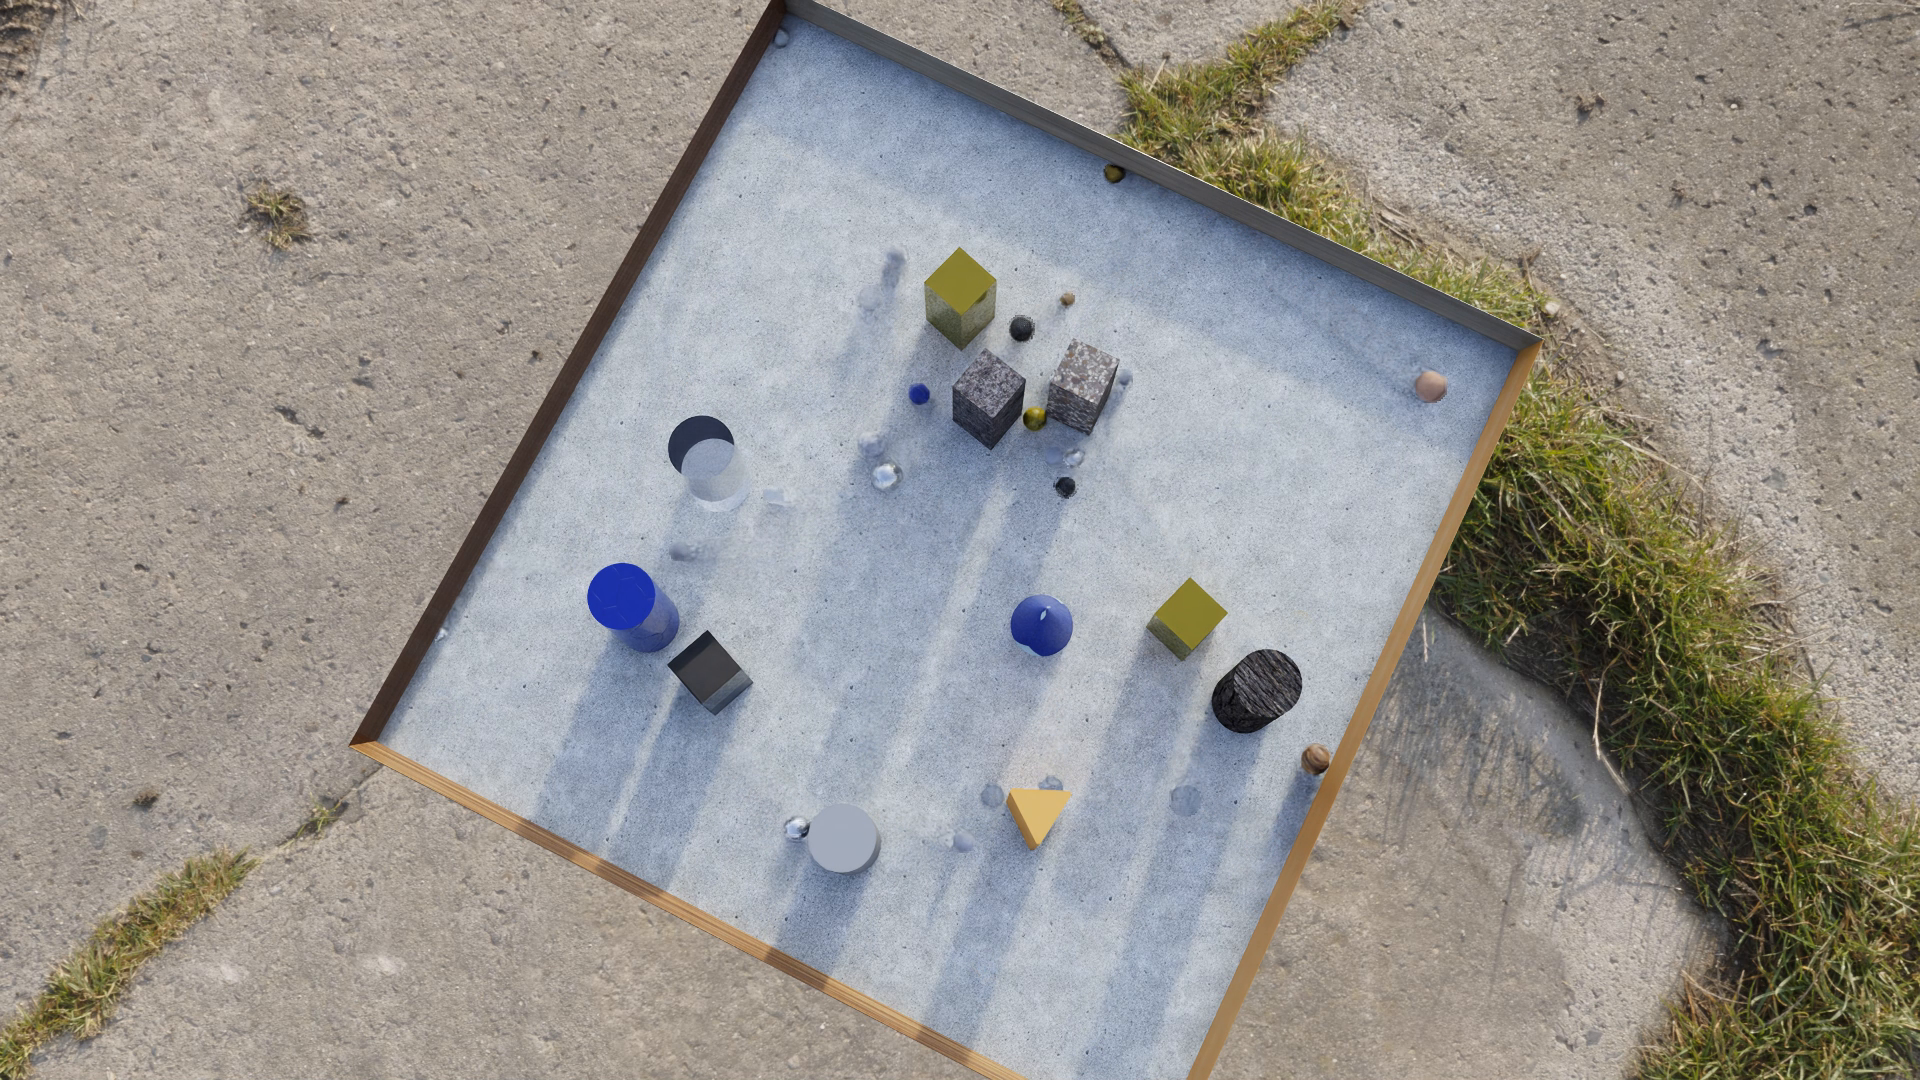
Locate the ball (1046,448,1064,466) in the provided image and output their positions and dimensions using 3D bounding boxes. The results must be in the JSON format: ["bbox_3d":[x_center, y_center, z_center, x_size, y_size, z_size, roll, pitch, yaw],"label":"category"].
[{"bbox_3d":[0.293,-0.258,5.642,0.054,0.054,0.054,0,78,0],"label":"ball"}]

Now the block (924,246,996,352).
[{"bbox_3d":[0.001,-0.731,5.591,0.152,0.347,0.152,43,81,8],"label":"block"}]

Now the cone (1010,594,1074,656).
[{"bbox_3d":[0.249,0.227,5.411,0.191,0.311,0.191,0,78,0],"label":"cone"}]

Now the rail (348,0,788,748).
[{"bbox_3d":[-1.164,-0.563,5.669,0.045,0.124,2.718,26,80,5],"label":"rail"}]

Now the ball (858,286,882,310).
[{"bbox_3d":[-0.281,-0.755,5.734,0.075,0.075,0.075,0,78,0],"label":"ball"}]

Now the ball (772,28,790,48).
[{"bbox_3d":[-0.577,-1.622,5.921,0.060,0.060,0.060,0,78,0],"label":"ball"}]

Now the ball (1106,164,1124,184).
[{"bbox_3d":[0.494,-1.164,5.827,0.060,0.060,0.060,0,78,0],"label":"ball"}]

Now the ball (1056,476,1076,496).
[{"bbox_3d":[0.323,-0.163,5.619,0.062,0.062,0.062,0,78,0],"label":"ball"}]

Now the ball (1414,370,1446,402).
[{"bbox_3d":[1.454,-0.475,5.667,0.094,0.094,0.094,0,78,0],"label":"ball"}]

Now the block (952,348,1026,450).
[{"bbox_3d":[0.085,-0.419,5.513,0.152,0.373,0.152,39,81,7],"label":"block"}]

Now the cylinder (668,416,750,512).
[{"bbox_3d":[-0.740,-0.222,5.446,0.191,0.423,0.191,0,78,0],"label":"cylinder"}]

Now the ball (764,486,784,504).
[{"bbox_3d":[-0.568,-0.139,5.615,0.060,0.060,0.060,0,78,0],"label":"ball"}]

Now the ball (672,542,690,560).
[{"bbox_3d":[-0.848,0.033,5.581,0.056,0.056,0.056,0,78,0],"label":"ball"}]

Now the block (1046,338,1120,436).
[{"bbox_3d":[0.366,-0.458,5.530,0.152,0.355,0.152,26,79,5],"label":"block"}]

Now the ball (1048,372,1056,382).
[{"bbox_3d":[0.297,-0.503,5.700,0.041,0.041,0.041,0,78,0],"label":"ball"}]

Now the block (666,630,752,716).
[{"bbox_3d":[-0.730,0.393,5.381,0.152,0.302,0.152,-41,81,-8],"label":"block"}]

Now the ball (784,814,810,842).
[{"bbox_3d":[-0.481,0.848,5.401,0.079,0.079,0.079,0,78,0],"label":"ball"}]

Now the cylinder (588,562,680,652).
[{"bbox_3d":[-0.947,0.203,5.344,0.191,0.451,0.191,0,78,0],"label":"cylinder"}]

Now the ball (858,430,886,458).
[{"bbox_3d":[-0.272,-0.293,5.633,0.087,0.087,0.087,0,78,0],"label":"ball"}]

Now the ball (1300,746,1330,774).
[{"bbox_3d":[1.055,0.653,5.438,0.085,0.085,0.085,0,78,0],"label":"ball"}]

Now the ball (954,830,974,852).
[{"bbox_3d":[0.010,0.887,5.402,0.061,0.061,0.061,0,78,0],"label":"ball"}]

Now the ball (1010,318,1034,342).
[{"bbox_3d":[0.191,-0.656,5.714,0.075,0.075,0.075,0,78,0],"label":"ball"}]

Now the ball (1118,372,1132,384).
[{"bbox_3d":[0.513,-0.503,5.699,0.041,0.041,0.041,0,78,0],"label":"ball"}]

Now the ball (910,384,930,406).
[{"bbox_3d":[-0.124,-0.450,5.677,0.063,0.063,0.063,0,78,0],"label":"ball"}]

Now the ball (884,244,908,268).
[{"bbox_3d":[-0.201,-0.894,5.765,0.071,0.071,0.071,0,78,0],"label":"ball"}]

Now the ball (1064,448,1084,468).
[{"bbox_3d":[0.350,-0.253,5.638,0.060,0.060,0.060,0,78,0],"label":"ball"}]

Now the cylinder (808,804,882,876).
[{"bbox_3d":[-0.329,0.864,5.268,0.191,0.332,0.191,0,78,0],"label":"cylinder"}]

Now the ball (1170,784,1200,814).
[{"bbox_3d":[0.666,0.767,5.412,0.089,0.089,0.089,0,78,0],"label":"ball"}]

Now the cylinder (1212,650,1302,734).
[{"bbox_3d":[0.853,0.442,5.294,0.191,0.453,0.191,0,78,0],"label":"cylinder"}]

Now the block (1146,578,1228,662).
[{"bbox_3d":[0.671,0.238,5.439,0.152,0.250,0.152,44,82,8],"label":"block"}]

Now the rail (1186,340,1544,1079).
[{"bbox_3d":[1.164,0.576,5.433,0.045,0.124,2.718,26,80,5],"label":"rail"}]

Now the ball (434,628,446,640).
[{"bbox_3d":[-1.571,0.284,5.537,0.040,0.040,0.040,0,78,0],"label":"ball"}]

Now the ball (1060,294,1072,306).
[{"bbox_3d":[0.334,-0.753,5.752,0.041,0.041,0.041,0,78,0],"label":"ball"}]

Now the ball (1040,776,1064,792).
[{"bbox_3d":[0.271,0.737,5.428,0.070,0.070,0.070,0,78,0],"label":"ball"}]

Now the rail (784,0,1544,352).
[{"bbox_3d":[0.597,-1.163,5.793,2.650,0.124,0.045,26,80,5],"label":"rail"}]

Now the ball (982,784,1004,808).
[{"bbox_3d":[0.097,0.758,5.425,0.068,0.068,0.068,0,78,0],"label":"ball"}]

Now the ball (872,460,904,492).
[{"bbox_3d":[-0.221,-0.197,5.608,0.095,0.095,0.095,0,78,0],"label":"ball"}]

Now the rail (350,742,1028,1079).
[{"bbox_3d":[-0.597,1.176,5.309,2.650,0.124,0.045,26,80,5],"label":"rail"}]

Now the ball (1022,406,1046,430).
[{"bbox_3d":[0.231,-0.375,5.656,0.075,0.075,0.075,0,78,0],"label":"ball"}]

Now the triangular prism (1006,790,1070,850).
[{"bbox_3d":[0.198,0.766,5.216,0.143,0.473,0.165,33,80,6],"label":"triangular prism"}]
